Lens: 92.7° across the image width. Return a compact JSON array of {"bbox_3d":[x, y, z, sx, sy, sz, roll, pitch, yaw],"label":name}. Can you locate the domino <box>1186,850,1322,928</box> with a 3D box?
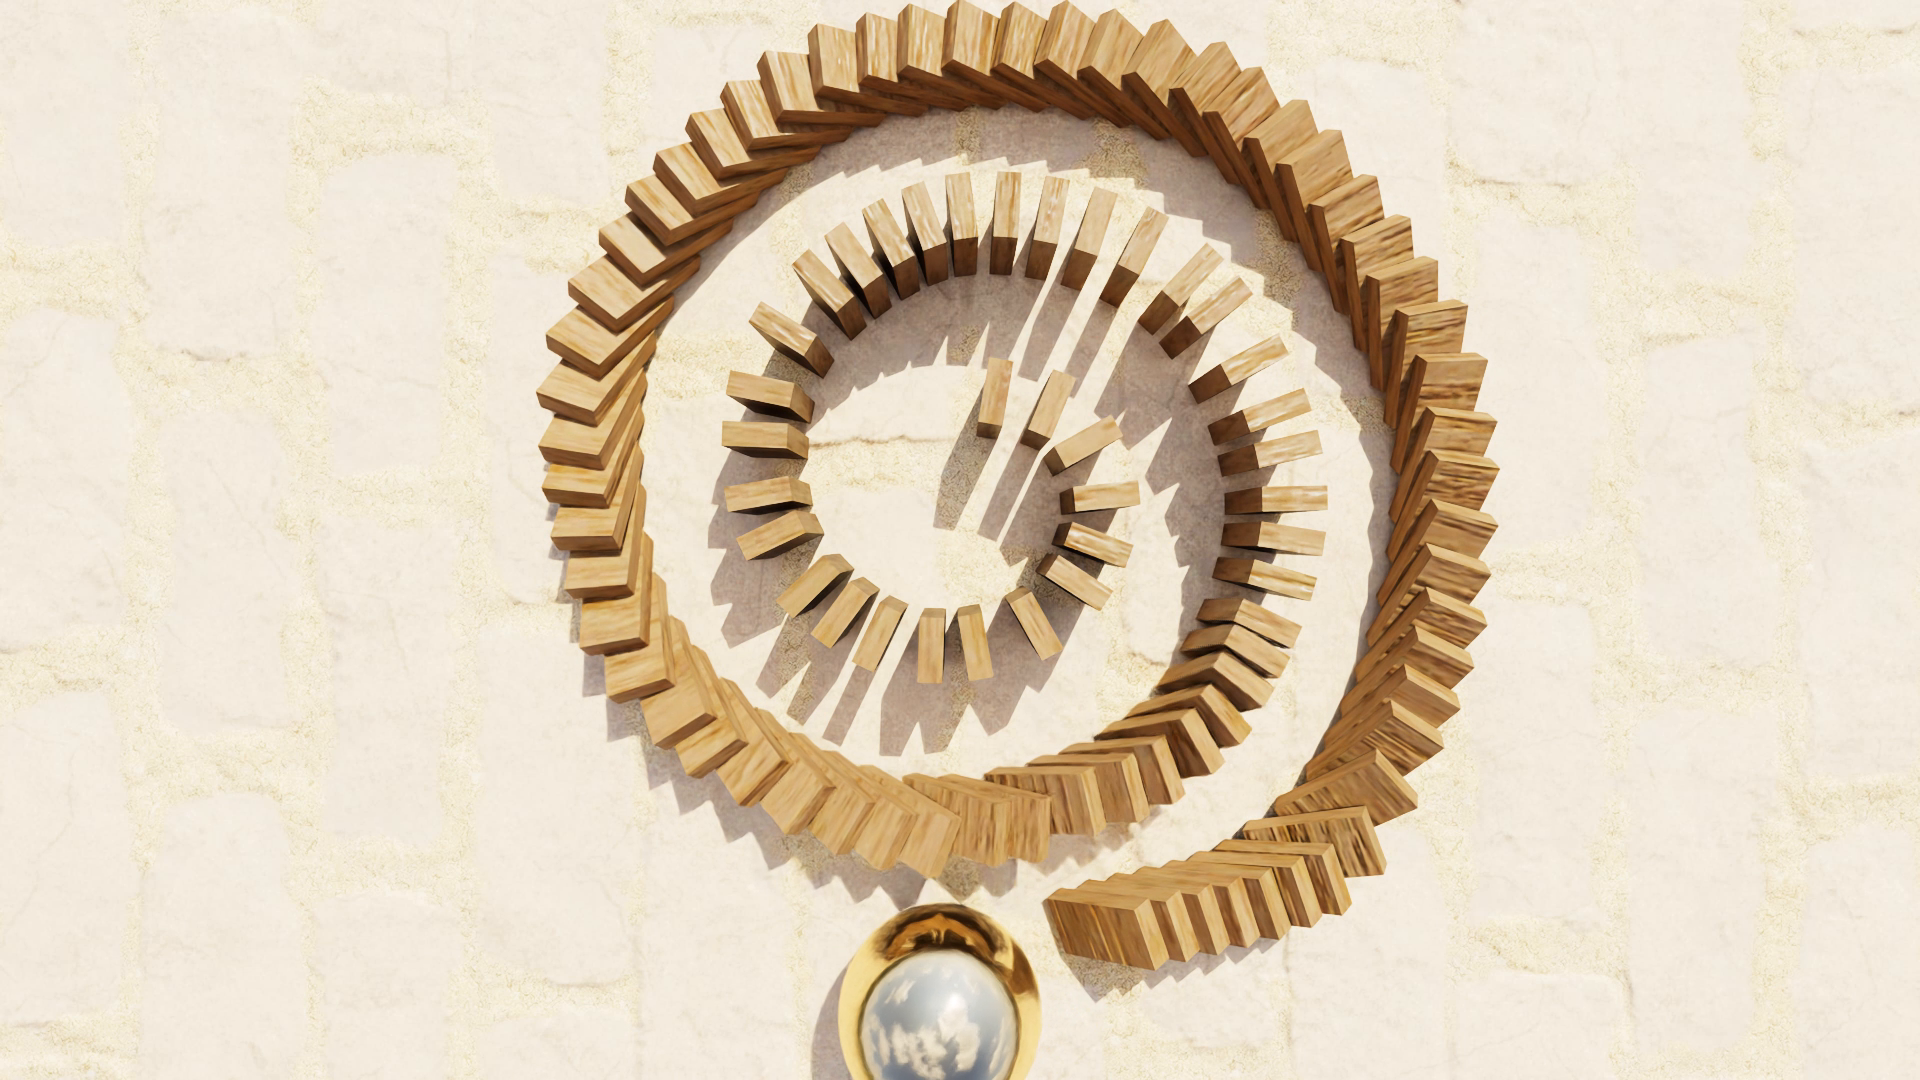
[{"bbox_3d":[0.121,0.143,0.378,0.010,0.050,0.025,-19,90,-42],"label":"domino"}]

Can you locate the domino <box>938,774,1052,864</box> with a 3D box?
[{"bbox_3d":[0.013,0.115,0.382,0.050,0.010,0.025,3,90,35],"label":"domino"}]

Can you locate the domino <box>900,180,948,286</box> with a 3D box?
[{"bbox_3d":[-0.014,-0.124,0.375,0.009,0.050,0.025,-20,90,0],"label":"domino"}]

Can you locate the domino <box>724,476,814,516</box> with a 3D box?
[{"bbox_3d":[-0.077,-0.018,0.375,0.025,0.050,0.010,-10,90,0],"label":"domino"}]

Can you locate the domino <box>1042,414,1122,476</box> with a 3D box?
[{"bbox_3d":[0.049,-0.038,0.375,0.025,0.050,0.009,-29,90,0],"label":"domino"}]

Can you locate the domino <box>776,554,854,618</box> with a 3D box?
[{"bbox_3d":[-0.058,0.018,0.375,0.025,0.050,0.010,-44,90,0],"label":"domino"}]

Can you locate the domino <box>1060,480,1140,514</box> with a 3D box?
[{"bbox_3d":[0.056,-0.017,0.375,0.025,0.050,0.010,-6,90,0],"label":"domino"}]

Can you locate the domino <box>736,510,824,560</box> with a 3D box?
[{"bbox_3d":[-0.072,-0.002,0.375,0.025,0.050,0.009,-26,90,0],"label":"domino"}]

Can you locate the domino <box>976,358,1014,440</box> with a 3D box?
[{"bbox_3d":[0.014,-0.057,0.375,0.010,0.050,0.025,10,90,0],"label":"domino"}]

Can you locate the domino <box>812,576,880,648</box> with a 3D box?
[{"bbox_3d":[-0.046,0.029,0.375,0.010,0.050,0.025,37,90,0],"label":"domino"}]

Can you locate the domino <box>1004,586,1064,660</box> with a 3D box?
[{"bbox_3d":[0.029,0.033,0.375,0.010,0.050,0.025,-29,90,0],"label":"domino"}]

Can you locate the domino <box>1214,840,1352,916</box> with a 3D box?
[{"bbox_3d":[0.132,0.138,0.378,0.009,0.050,0.025,-19,90,-42],"label":"domino"}]

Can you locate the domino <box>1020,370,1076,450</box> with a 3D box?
[{"bbox_3d":[0.035,-0.052,0.375,0.010,0.050,0.025,23,90,0],"label":"domino"}]

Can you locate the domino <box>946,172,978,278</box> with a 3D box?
[{"bbox_3d":[0.001,-0.128,0.375,0.009,0.050,0.025,-8,90,0],"label":"domino"}]

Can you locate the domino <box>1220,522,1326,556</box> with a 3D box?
[{"bbox_3d":[0.127,0.000,0.375,0.025,0.050,0.009,9,90,0],"label":"domino"}]

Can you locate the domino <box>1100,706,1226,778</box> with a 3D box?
[{"bbox_3d":[0.082,0.085,0.377,0.009,0.050,0.025,-29,90,-36],"label":"domino"}]

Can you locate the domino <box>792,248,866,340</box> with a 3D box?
[{"bbox_3d":[-0.053,-0.099,0.375,0.010,0.050,0.025,-43,90,0],"label":"domino"}]

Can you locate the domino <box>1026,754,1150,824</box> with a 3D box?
[{"bbox_3d":[0.052,0.102,0.379,0.050,0.010,0.025,-15,90,45],"label":"domino"}]

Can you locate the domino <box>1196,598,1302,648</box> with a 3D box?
[{"bbox_3d":[0.117,0.034,0.375,0.025,0.050,0.009,25,85,0],"label":"domino"}]

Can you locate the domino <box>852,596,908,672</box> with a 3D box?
[{"bbox_3d":[-0.032,0.037,0.375,0.009,0.050,0.025,26,90,0],"label":"domino"}]

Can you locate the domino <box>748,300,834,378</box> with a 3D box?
[{"bbox_3d":[-0.068,-0.081,0.375,0.025,0.050,0.010,31,90,0],"label":"domino"}]

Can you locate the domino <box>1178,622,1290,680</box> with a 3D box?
[{"bbox_3d":[0.111,0.047,0.375,0.025,0.050,0.010,32,78,0],"label":"domino"}]

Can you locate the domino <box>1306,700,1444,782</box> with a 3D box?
[{"bbox_3d":[0.171,0.090,0.381,0.025,0.010,0.050,32,126,-4],"label":"domino"}]

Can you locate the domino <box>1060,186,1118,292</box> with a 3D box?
[{"bbox_3d":[0.052,-0.122,0.375,0.010,0.050,0.025,18,90,0],"label":"domino"}]

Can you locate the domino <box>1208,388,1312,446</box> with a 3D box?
[{"bbox_3d":[0.121,-0.050,0.375,0.025,0.050,0.010,-20,90,0],"label":"domino"}]

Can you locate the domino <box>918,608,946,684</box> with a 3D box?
[{"bbox_3d":[-0.011,0.042,0.375,0.010,0.050,0.025,2,90,0],"label":"domino"}]

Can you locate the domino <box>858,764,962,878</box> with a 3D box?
[{"bbox_3d":[-0.025,0.116,0.383,0.050,0.009,0.025,21,90,33],"label":"domino"}]

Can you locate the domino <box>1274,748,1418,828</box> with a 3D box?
[{"bbox_3d":[0.160,0.109,0.382,0.025,0.010,0.050,48,124,0],"label":"domino"}]

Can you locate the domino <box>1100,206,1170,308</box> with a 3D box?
[{"bbox_3d":[0.070,-0.114,0.375,0.009,0.050,0.025,27,90,0],"label":"domino"}]

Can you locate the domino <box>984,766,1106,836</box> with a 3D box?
[{"bbox_3d":[0.035,0.108,0.380,0.050,0.010,0.025,-13,90,40],"label":"domino"}]

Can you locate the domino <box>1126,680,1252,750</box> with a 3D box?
[{"bbox_3d":[0.093,0.075,0.377,0.010,0.050,0.025,-38,90,-34],"label":"domino"}]

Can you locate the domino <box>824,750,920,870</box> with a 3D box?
[{"bbox_3d":[-0.043,0.112,0.382,0.050,0.009,0.025,28,91,33],"label":"domino"}]

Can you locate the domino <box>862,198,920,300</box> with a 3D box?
[{"bbox_3d":[-0.028,-0.118,0.375,0.009,0.050,0.025,-29,90,0],"label":"domino"}]

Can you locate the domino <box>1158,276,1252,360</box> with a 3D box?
[{"bbox_3d":[0.099,-0.090,0.375,0.025,0.050,0.009,-38,90,0],"label":"domino"}]

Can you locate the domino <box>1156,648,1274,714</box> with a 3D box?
[{"bbox_3d":[0.103,0.060,0.375,0.025,0.050,0.009,38,67,0],"label":"domino"}]

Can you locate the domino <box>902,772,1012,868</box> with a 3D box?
[{"bbox_3d":[-0.003,0.116,0.381,0.050,0.009,0.025,6,92,35],"label":"domino"}]

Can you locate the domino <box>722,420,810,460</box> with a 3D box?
[{"bbox_3d":[-0.079,-0.040,0.375,0.025,0.050,0.010,2,90,0],"label":"domino"}]

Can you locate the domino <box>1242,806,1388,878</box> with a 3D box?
[{"bbox_3d":[0.147,0.128,0.382,0.050,0.009,0.025,-21,90,34],"label":"domino"}]

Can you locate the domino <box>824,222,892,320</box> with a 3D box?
[{"bbox_3d":[-0.041,-0.109,0.375,0.010,0.050,0.025,-37,90,0],"label":"domino"}]

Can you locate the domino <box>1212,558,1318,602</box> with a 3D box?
[{"bbox_3d":[0.123,0.015,0.375,0.025,0.050,0.010,16,90,0],"label":"domino"}]

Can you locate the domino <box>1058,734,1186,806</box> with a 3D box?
[{"bbox_3d":[0.066,0.096,0.379,0.010,0.050,0.025,-19,90,-44],"label":"domino"}]

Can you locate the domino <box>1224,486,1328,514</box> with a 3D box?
[{"bbox_3d":[0.128,-0.016,0.375,0.025,0.050,0.010,-1,90,0],"label":"domino"}]

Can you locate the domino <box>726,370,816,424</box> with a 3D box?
[{"bbox_3d":[-0.076,-0.058,0.375,0.025,0.050,0.010,12,90,0],"label":"domino"}]

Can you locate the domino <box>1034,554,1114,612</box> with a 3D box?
[{"bbox_3d":[0.046,0.017,0.375,0.025,0.050,0.010,33,90,0],"label":"domino"}]

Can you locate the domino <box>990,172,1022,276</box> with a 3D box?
[{"bbox_3d":[0.018,-0.128,0.375,0.010,0.050,0.025,3,90,0],"label":"domino"}]

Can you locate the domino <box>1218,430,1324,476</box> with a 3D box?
[{"bbox_3d":[0.126,-0.035,0.375,0.025,0.050,0.009,-13,90,0],"label":"domino"}]

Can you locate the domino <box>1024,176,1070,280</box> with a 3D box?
[{"bbox_3d":[0.035,-0.126,0.375,0.010,0.050,0.025,11,90,0],"label":"domino"}]

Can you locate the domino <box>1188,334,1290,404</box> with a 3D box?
[{"bbox_3d":[0.113,-0.069,0.375,0.025,0.050,0.010,-28,90,0],"label":"domino"}]

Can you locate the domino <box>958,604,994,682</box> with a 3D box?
[{"bbox_3d":[0.006,0.041,0.375,0.010,0.050,0.025,-10,90,0],"label":"domino"}]

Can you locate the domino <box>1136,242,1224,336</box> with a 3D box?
[{"bbox_3d":[0.089,-0.101,0.375,0.009,0.050,0.025,43,90,0],"label":"domino"}]

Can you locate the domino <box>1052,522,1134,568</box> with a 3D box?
[{"bbox_3d":[0.053,0.002,0.375,0.025,0.050,0.010,21,90,0],"label":"domino"}]
